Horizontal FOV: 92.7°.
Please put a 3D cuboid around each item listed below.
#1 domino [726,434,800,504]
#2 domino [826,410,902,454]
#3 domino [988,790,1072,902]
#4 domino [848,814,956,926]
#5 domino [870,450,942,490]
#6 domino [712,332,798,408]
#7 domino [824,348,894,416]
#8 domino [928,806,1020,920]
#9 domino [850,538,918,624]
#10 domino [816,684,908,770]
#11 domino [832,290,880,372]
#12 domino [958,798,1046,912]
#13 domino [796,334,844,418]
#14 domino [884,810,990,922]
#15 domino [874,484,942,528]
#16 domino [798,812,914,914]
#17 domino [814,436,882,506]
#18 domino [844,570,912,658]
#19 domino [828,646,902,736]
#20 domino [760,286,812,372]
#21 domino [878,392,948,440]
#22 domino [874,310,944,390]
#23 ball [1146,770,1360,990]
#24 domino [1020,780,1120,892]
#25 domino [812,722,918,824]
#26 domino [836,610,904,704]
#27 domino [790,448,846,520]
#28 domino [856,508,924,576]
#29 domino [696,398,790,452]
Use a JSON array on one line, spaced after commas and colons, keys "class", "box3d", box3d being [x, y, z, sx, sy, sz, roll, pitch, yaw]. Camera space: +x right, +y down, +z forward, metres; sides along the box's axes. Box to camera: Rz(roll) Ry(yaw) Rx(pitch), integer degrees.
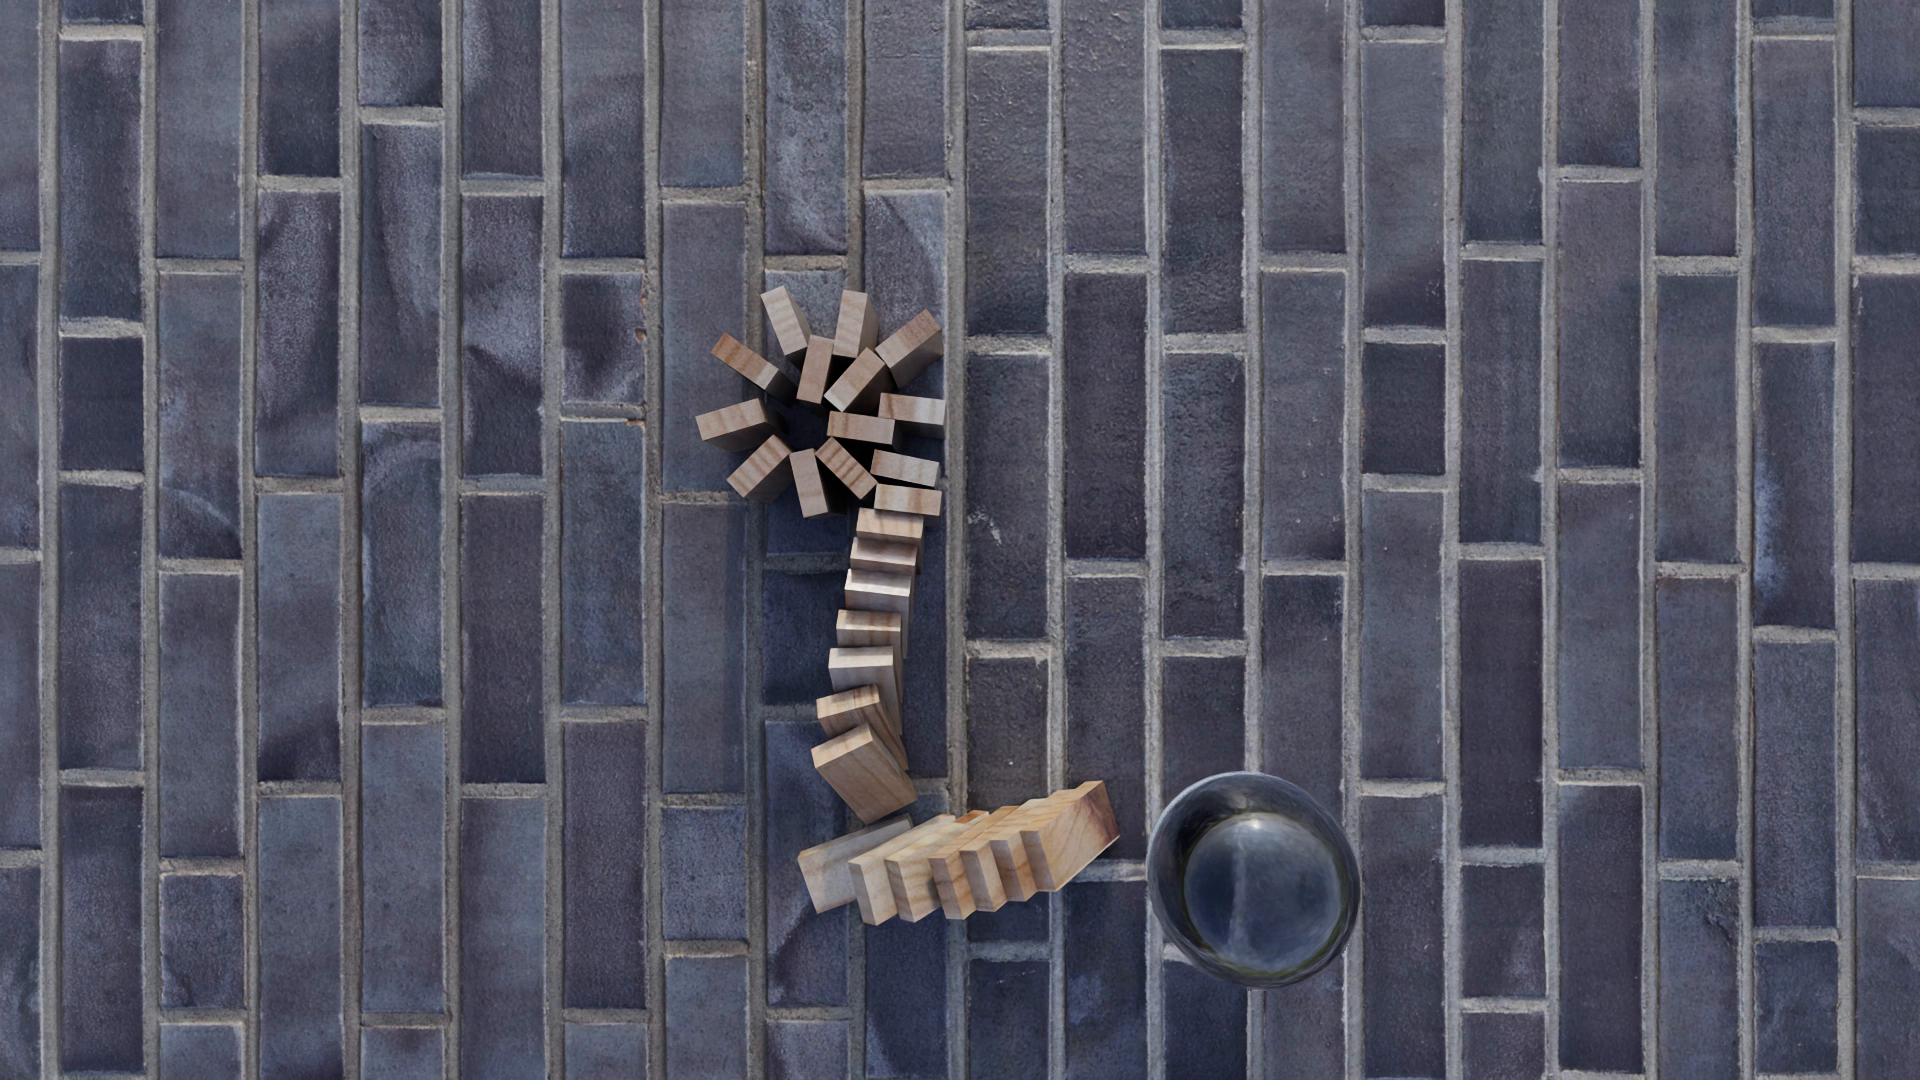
[{"class": "domino", "box3d": [-0.077, -0.028, 0.375, 0.025, 0.050, 0.009, -44, 90, 0]}, {"class": "domino", "box3d": [-0.038, -0.043, 0.375, 0.025, 0.050, 0.009, 8, 89, 0]}, {"class": "domino", "box3d": [0.034, 0.125, 0.378, 0.009, 0.050, 0.025, -17, 90, 41]}, {"class": "domino", "box3d": [-0.021, 0.136, 0.380, 0.050, 0.010, 0.025, -15, 90, -40]}, {"class": "domino", "box3d": [-0.021, -0.028, 0.375, 0.025, 0.050, 0.010, 12, 90, 0]}, {"class": "domino", "box3d": [-0.082, -0.068, 0.375, 0.025, 0.050, 0.010, 34, 90, 0]}, {"class": "domino", "box3d": [-0.040, -0.061, 0.375, 0.010, 0.050, 0.025, 41, 89, 0]}, {"class": "domino", "box3d": [0.010, 0.132, 0.378, 0.010, 0.050, 0.025, -17, 90, 41]}, {"class": "domino", "box3d": [-0.031, 0.017, 0.376, 0.025, 0.050, 0.010, 7, 58, 0]}, {"class": "domino", "box3d": [-0.040, 0.081, 0.379, 0.025, 0.010, 0.050, -15, 133, 0]}, {"class": "domino", "box3d": [-0.042, -0.083, 0.375, 0.010, 0.050, 0.025, 10, 90, 0]}, {"class": "domino", "box3d": [0.022, 0.129, 0.378, 0.010, 0.050, 0.025, -17, 90, 41]}, {"class": "domino", "box3d": [-0.055, -0.065, 0.375, 0.010, 0.050, 0.025, 13, 90, 0]}, {"class": "domino", "box3d": [-0.006, 0.134, 0.380, 0.050, 0.009, 0.025, -15, 90, -41]}, {"class": "domino", "box3d": [-0.020, -0.013, 0.375, 0.025, 0.050, 0.010, 7, 85, 0]}, {"class": "domino", "box3d": [-0.042, 0.139, 0.395, 0.050, 0.010, 0.025, -20, 90, 0]}, {"class": "domino", "box3d": [-0.043, -0.027, 0.375, 0.025, 0.050, 0.009, 45, 90, 2]}, {"class": "domino", "box3d": [-0.033, 0.031, 0.377, 0.025, 0.050, 0.010, 6, 54, 0]}, {"class": "domino", "box3d": [-0.038, 0.063, 0.379, 0.025, 0.050, 0.009, -3, 46, 0]}, {"class": "domino", "box3d": [-0.067, -0.084, 0.375, 0.009, 0.050, 0.025, -22, 90, 0]}, {"class": "domino", "box3d": [-0.018, -0.050, 0.375, 0.025, 0.050, 0.010, 7, 90, 0]}, {"class": "domino", "box3d": [-0.020, -0.077, 0.375, 0.025, 0.050, 0.009, -38, 90, 0]}, {"class": "ball", "box3d": [0.114, 0.132, 0.360, 0.080, 0.080, 0.080, 0, 90, 0]}, {"class": "domino", "box3d": [0.046, 0.121, 0.378, 0.010, 0.050, 0.025, -17, 90, 41]}, {"class": "domino", "box3d": [-0.039, 0.097, 0.379, 0.025, 0.009, 0.050, -26, 133, 0]}, {"class": "domino", "box3d": [-0.036, 0.049, 0.379, 0.025, 0.050, 0.010, 2, 46, 0]}, {"class": "domino", "box3d": [-0.058, -0.022, 0.375, 0.010, 0.050, 0.025, -13, 90, 1]}, {"class": "domino", "box3d": [-0.028, 0.001, 0.375, 0.025, 0.050, 0.009, 7, 71, 0]}, {"class": "domino", "box3d": [-0.088, -0.046, 0.375, 0.025, 0.050, 0.009, -17, 90, 0]}]
